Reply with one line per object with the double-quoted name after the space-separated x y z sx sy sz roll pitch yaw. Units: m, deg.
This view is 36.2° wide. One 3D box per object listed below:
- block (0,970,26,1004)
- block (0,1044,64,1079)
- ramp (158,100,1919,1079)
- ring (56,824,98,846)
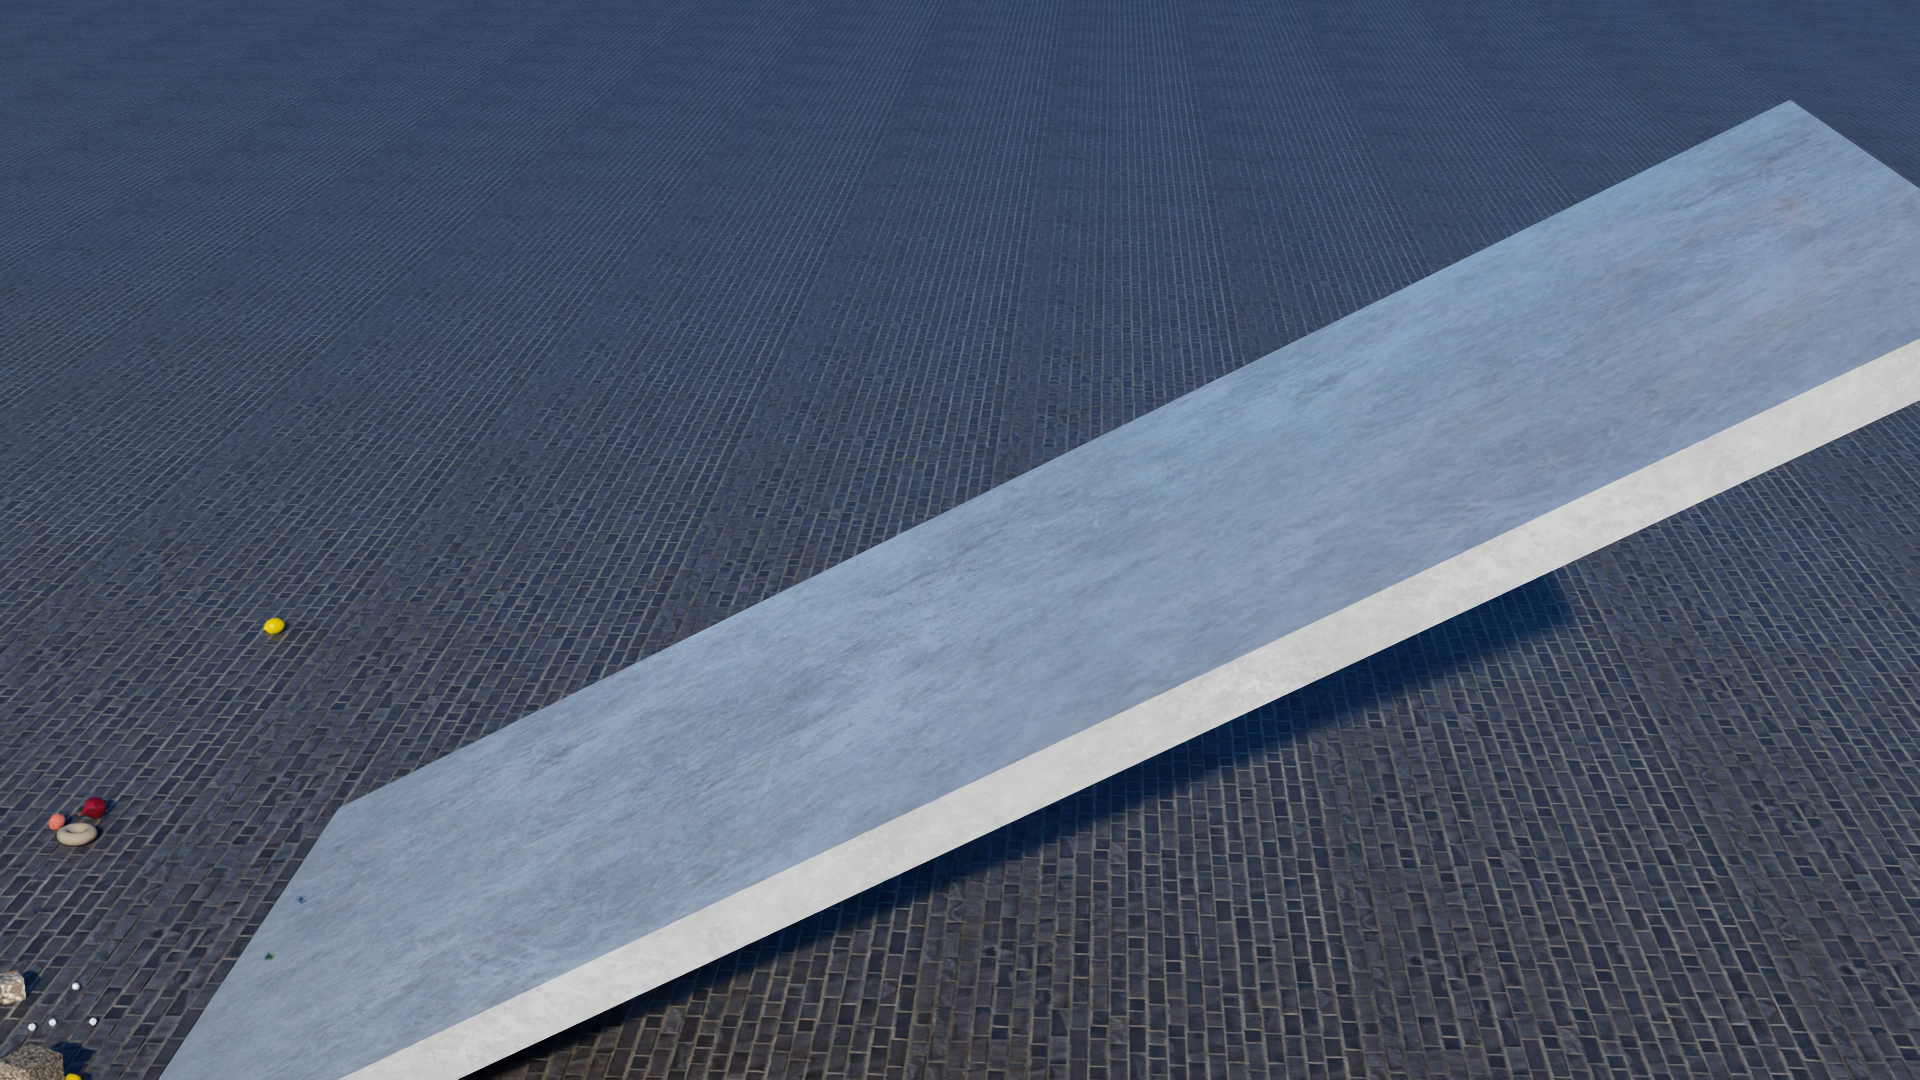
-2.170 1.022 6.717 0.053 0.053 0.053 -12 21 -33 "block"
-1.974 1.142 6.255 0.094 0.094 0.094 9 19 28 "block"
0.140 0.167 6.281 4.000 0.100 2.000 -26 14 10 "ramp"
-2.281 0.761 7.600 0.104 0.035 0.104 1 17 0 "ring"
